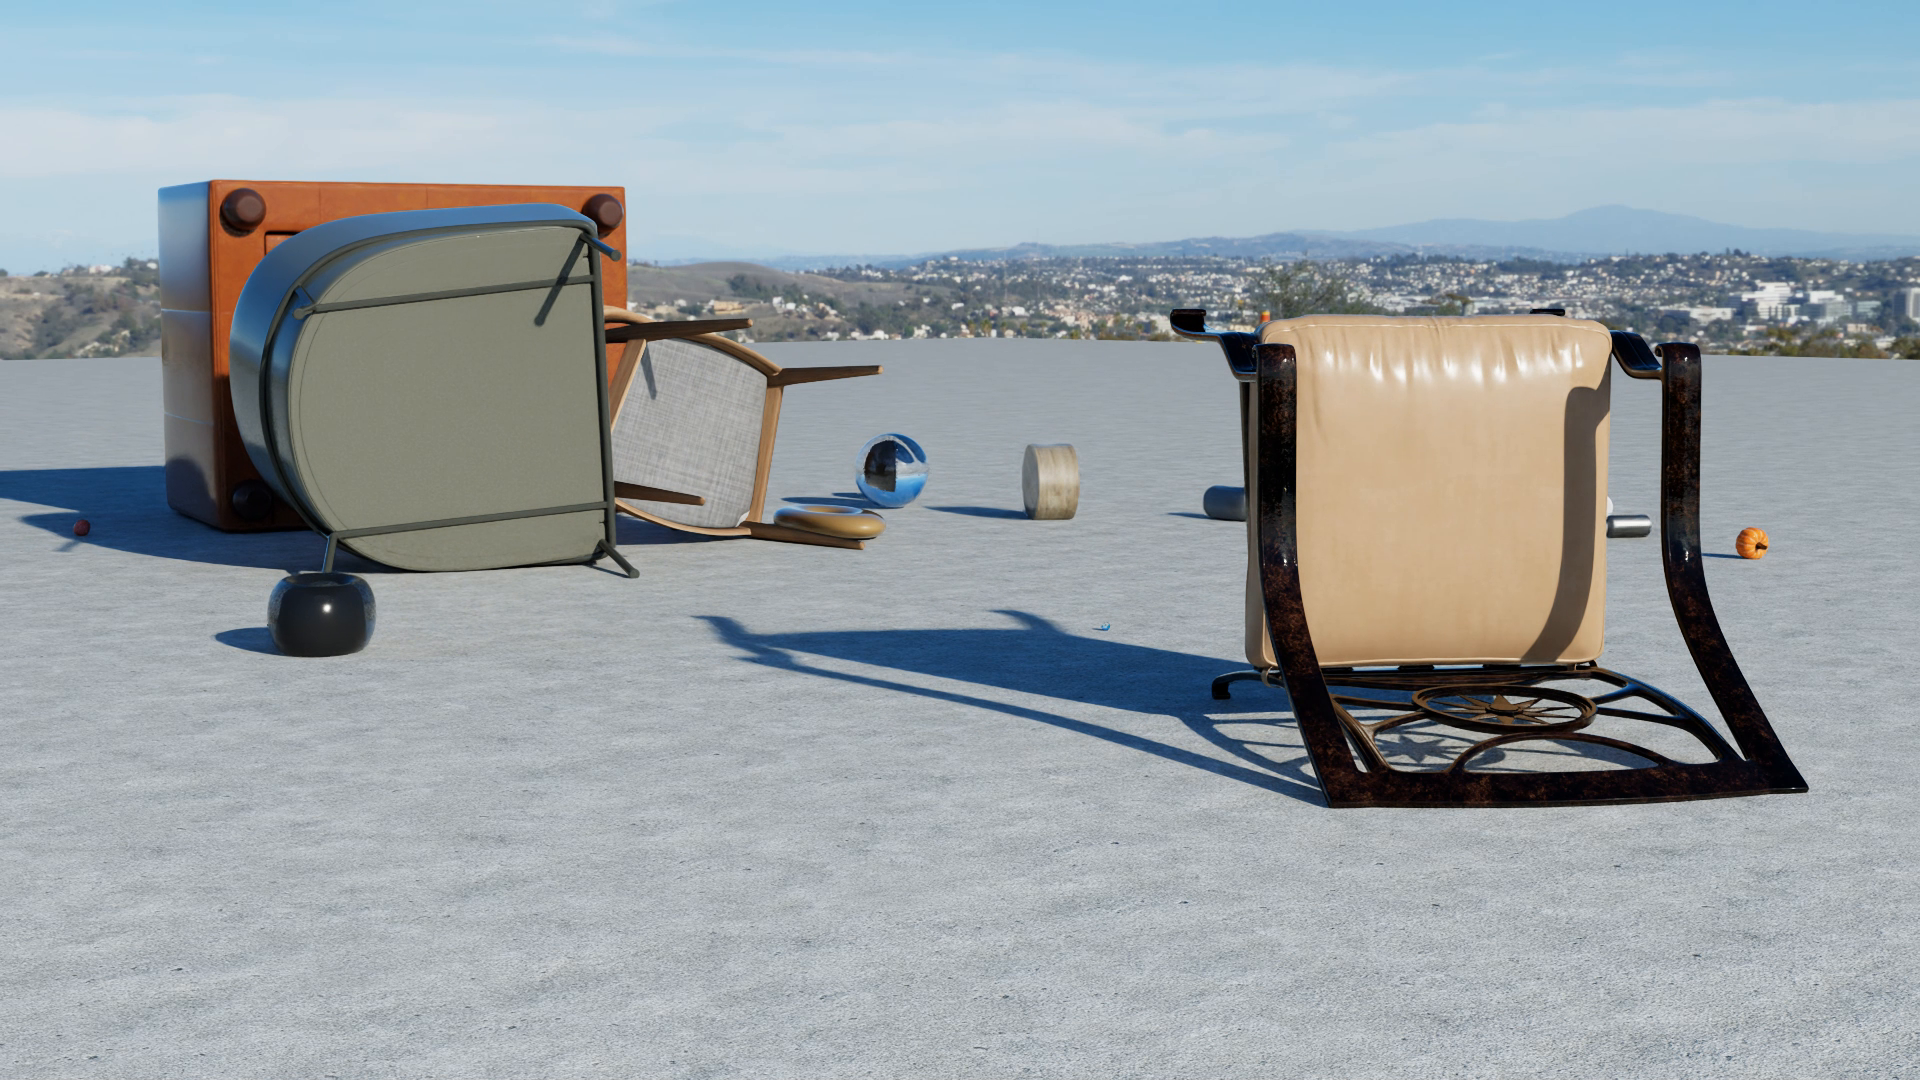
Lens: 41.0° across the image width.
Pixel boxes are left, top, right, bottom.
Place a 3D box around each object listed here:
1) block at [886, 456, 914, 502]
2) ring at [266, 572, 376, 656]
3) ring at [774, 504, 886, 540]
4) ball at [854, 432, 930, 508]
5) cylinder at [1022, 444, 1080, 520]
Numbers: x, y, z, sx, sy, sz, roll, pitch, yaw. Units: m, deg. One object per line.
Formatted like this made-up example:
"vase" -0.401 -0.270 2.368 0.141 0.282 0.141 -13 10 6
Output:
"block" -0.176 -0.179 7.550 0.070 0.124 0.126 -1 6 -7
"ring" -1.125 0.132 4.526 0.186 0.127 0.244 1 8 -5
"ring" -0.336 -0.047 6.569 0.237 0.064 0.473 -2 6 -27
"ball" -0.193 -0.197 7.281 0.213 0.213 0.213 0 6 0
"cylinder" 0.244 -0.158 6.947 0.109 0.201 0.210 -1 48 -11
